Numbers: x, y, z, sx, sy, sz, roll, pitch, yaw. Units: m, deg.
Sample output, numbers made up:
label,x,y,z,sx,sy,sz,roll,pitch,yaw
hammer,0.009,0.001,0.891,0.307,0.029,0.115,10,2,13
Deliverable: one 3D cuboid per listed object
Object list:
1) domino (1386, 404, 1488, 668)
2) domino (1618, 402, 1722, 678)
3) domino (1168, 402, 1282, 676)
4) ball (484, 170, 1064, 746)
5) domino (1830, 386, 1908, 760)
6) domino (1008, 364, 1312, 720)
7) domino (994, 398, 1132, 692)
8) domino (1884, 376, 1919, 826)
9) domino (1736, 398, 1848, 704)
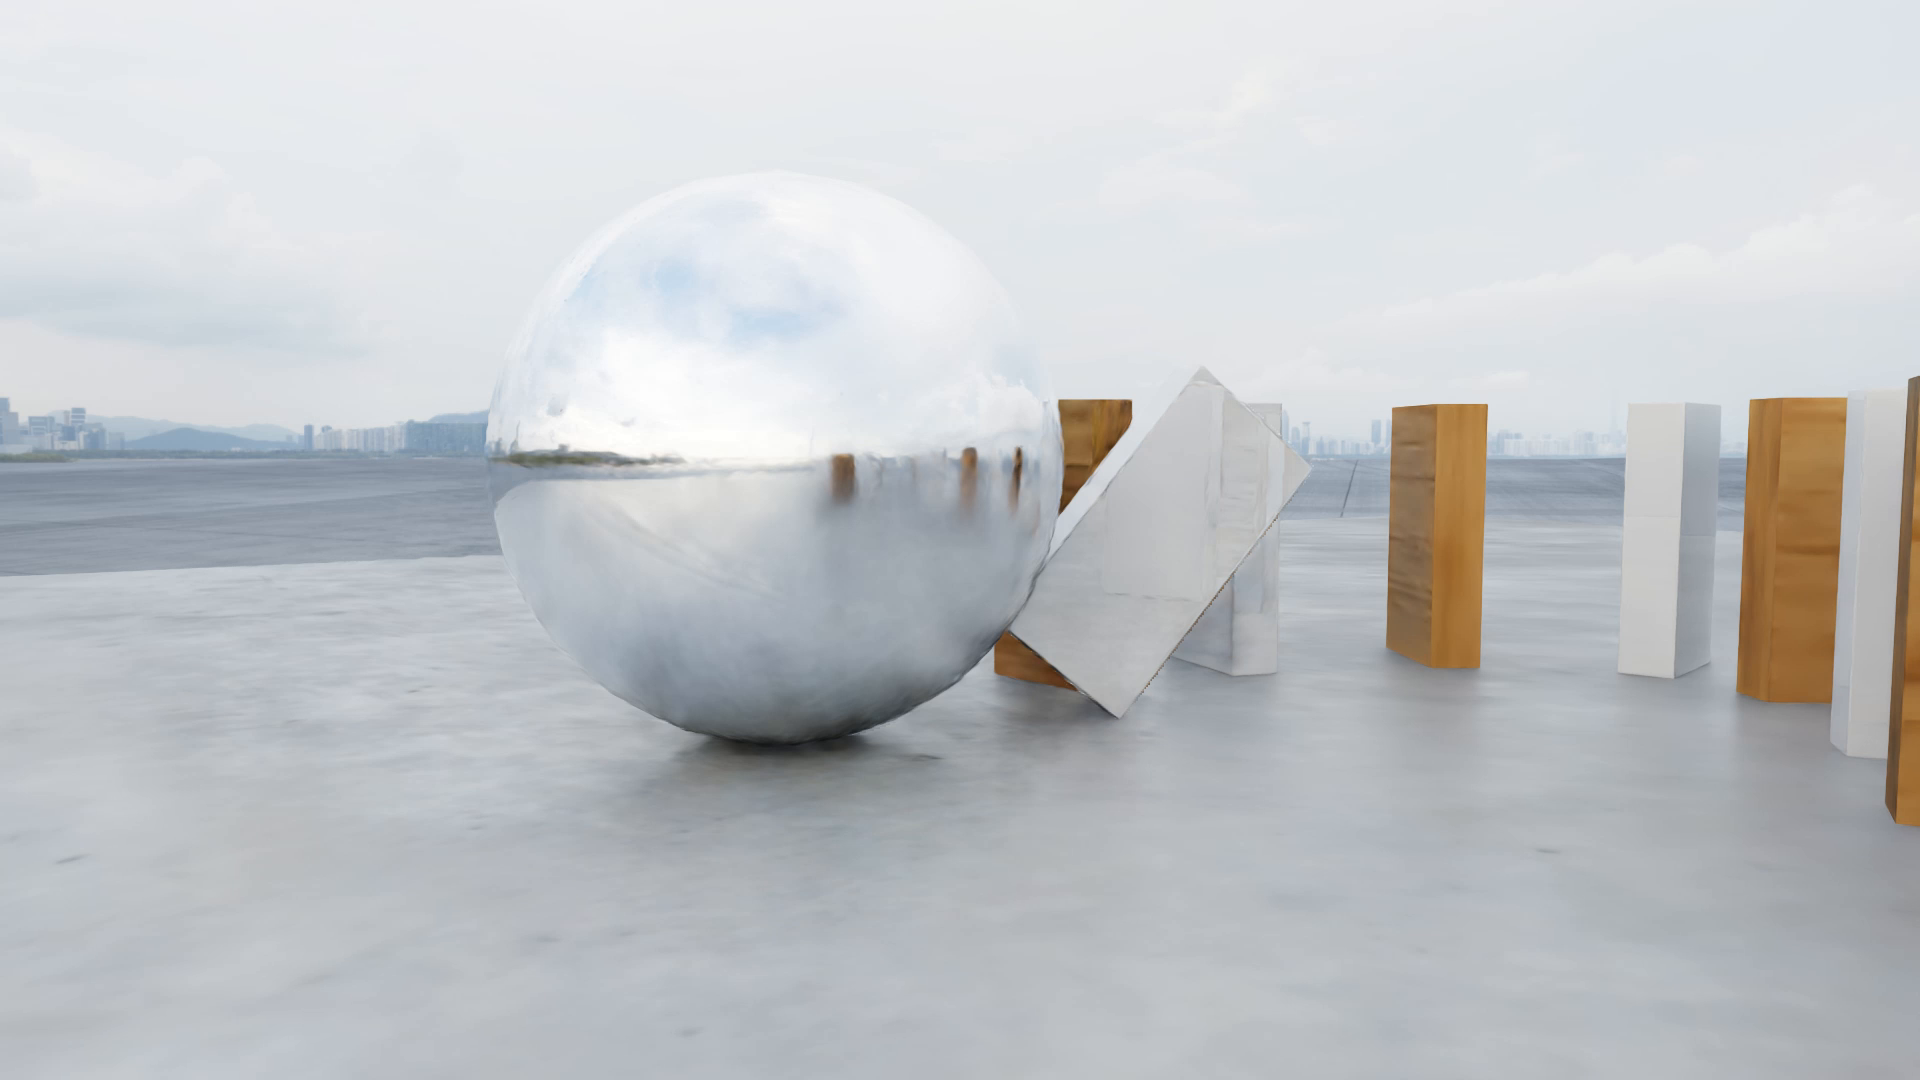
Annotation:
label,x,y,z,sx,sy,sz,roll,pitch,yaw
domino,0.094,-0.002,0.255,0.010,0.050,0.025,0,4,0
domino,0.135,-0.001,0.243,0.010,0.050,0.025,4,6,43
domino,0.050,-0.001,0.247,0.010,0.050,0.025,-1,5,-19
ball,-0.025,-0.011,0.183,0.080,0.080,0.080,0,4,0
domino,0.134,0.005,0.173,0.025,0.050,0.010,2,5,22
domino,0.030,0.000,0.201,0.025,0.050,0.009,40,-4,-15
domino,0.018,0.000,0.230,0.010,0.050,0.025,-4,6,-40
domino,0.118,0.007,0.140,0.025,0.050,0.010,2,5,30
domino,0.146,0.002,0.214,0.025,0.050,0.009,0,4,3
